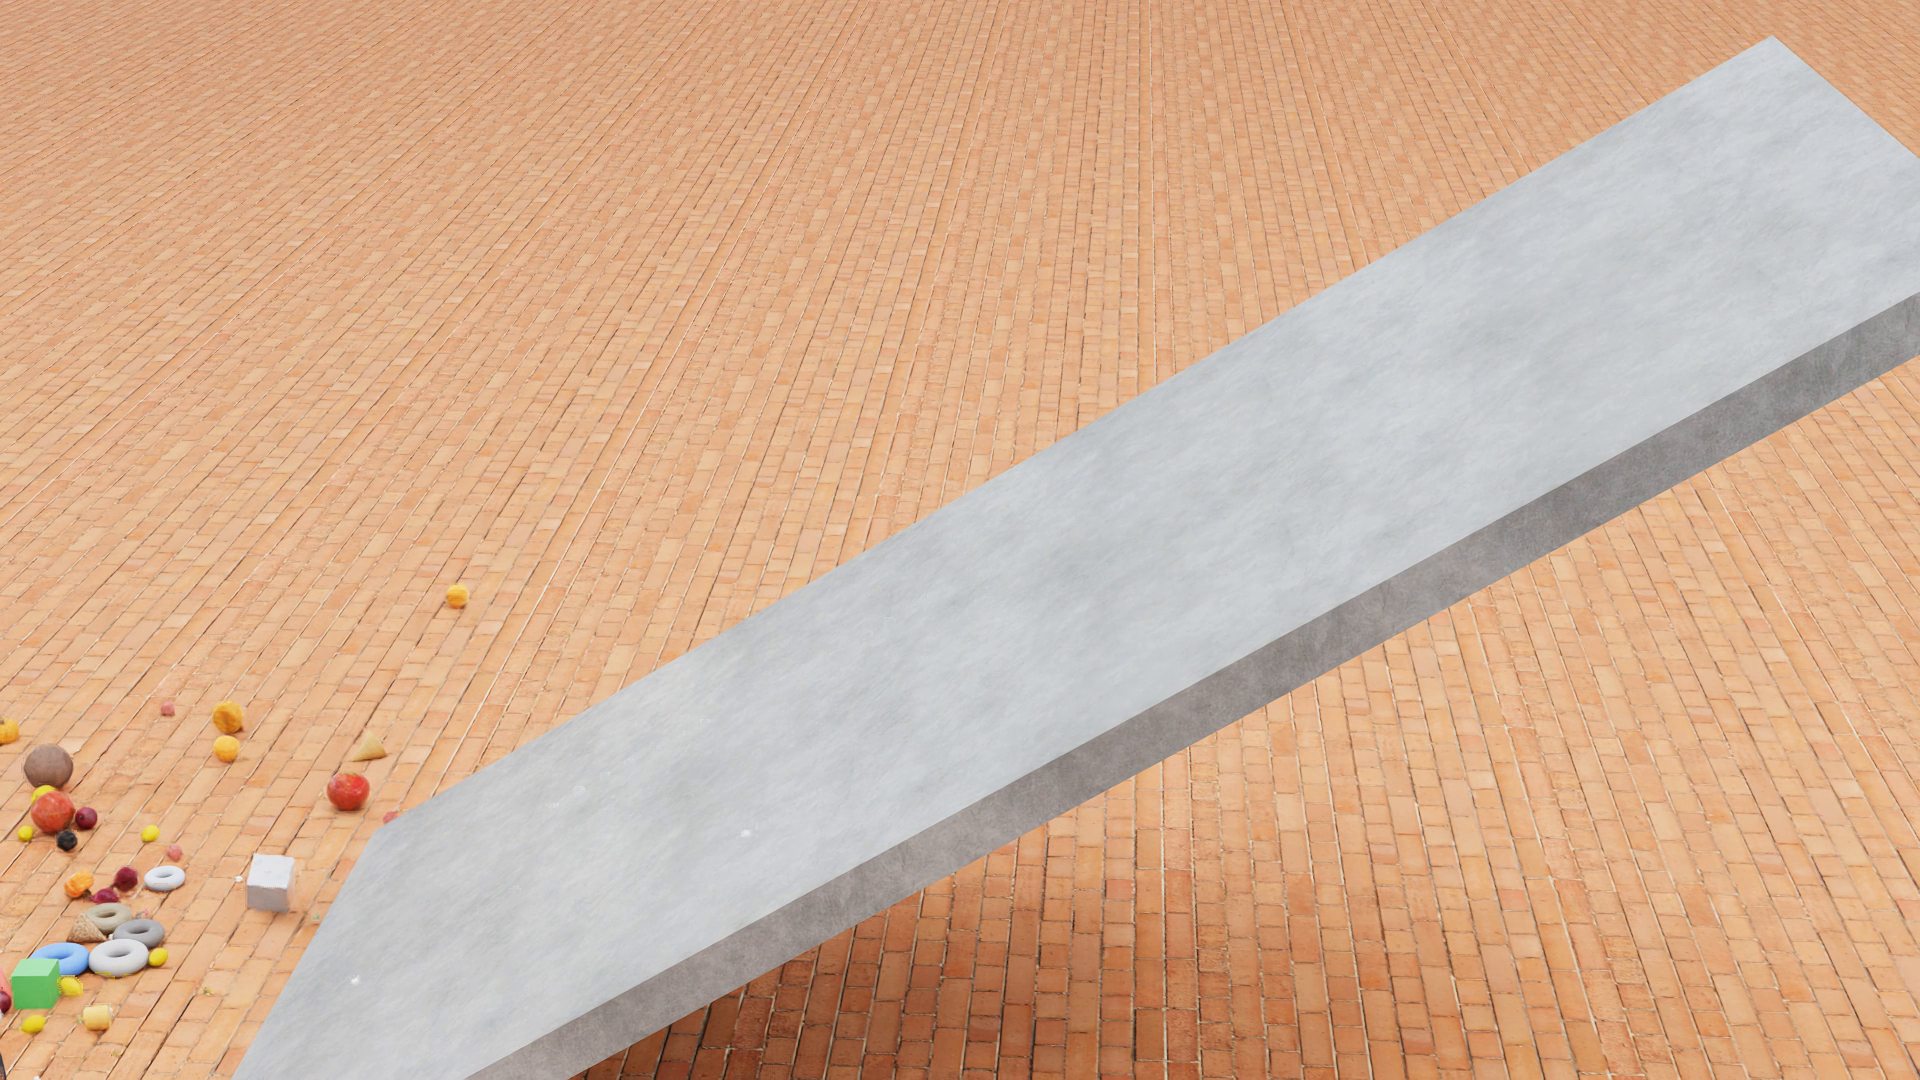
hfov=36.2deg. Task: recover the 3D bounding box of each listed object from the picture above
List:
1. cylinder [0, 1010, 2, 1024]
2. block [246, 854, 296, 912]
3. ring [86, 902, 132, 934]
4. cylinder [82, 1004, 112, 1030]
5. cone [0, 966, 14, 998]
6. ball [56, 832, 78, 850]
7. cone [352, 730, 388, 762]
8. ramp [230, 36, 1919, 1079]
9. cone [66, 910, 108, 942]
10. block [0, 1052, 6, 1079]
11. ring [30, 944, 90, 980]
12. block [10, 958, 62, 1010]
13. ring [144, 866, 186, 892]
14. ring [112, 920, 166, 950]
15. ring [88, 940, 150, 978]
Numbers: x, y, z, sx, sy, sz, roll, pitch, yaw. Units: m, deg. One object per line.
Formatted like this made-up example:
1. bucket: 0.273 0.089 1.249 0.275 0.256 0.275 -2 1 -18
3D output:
1. cylinder: -2.251 1.116 6.791 0.069 0.069 0.069 -3 20 -9
2. block: -1.723 0.860 7.360 0.099 0.099 0.099 5 45 -4
3. ring: -2.124 0.943 7.326 0.123 0.041 0.123 0 21 0
4. cylinder: -2.004 1.110 6.833 0.053 0.053 0.053 14 11 -29
5. cone: -2.275 1.066 6.985 0.077 0.077 0.077 35 30 13
6. ball: -2.349 0.792 7.738 0.052 0.052 0.052 0 19 0
7. cone: -1.680 0.599 8.300 0.091 0.091 0.091 -36 32 -16
8. ramp: 0.141 0.169 6.289 4.000 0.100 2.000 -29 15 13
9. cone: -2.141 0.971 7.249 0.088 0.088 0.088 26 19 -6
10. block: -2.157 1.206 6.489 0.099 0.099 0.099 -8 21 -22
11. ring: -2.175 1.018 7.103 0.145 0.048 0.145 0 18 0
12. block: -2.183 1.049 6.954 0.087 0.087 0.087 0 19 0
13. ring: -2.040 0.869 7.546 0.104 0.035 0.104 0 21 0
14. ring: -2.021 0.972 7.242 0.126 0.042 0.126 1 19 0
15. ring: -2.037 1.012 7.120 0.144 0.048 0.144 1 20 0
